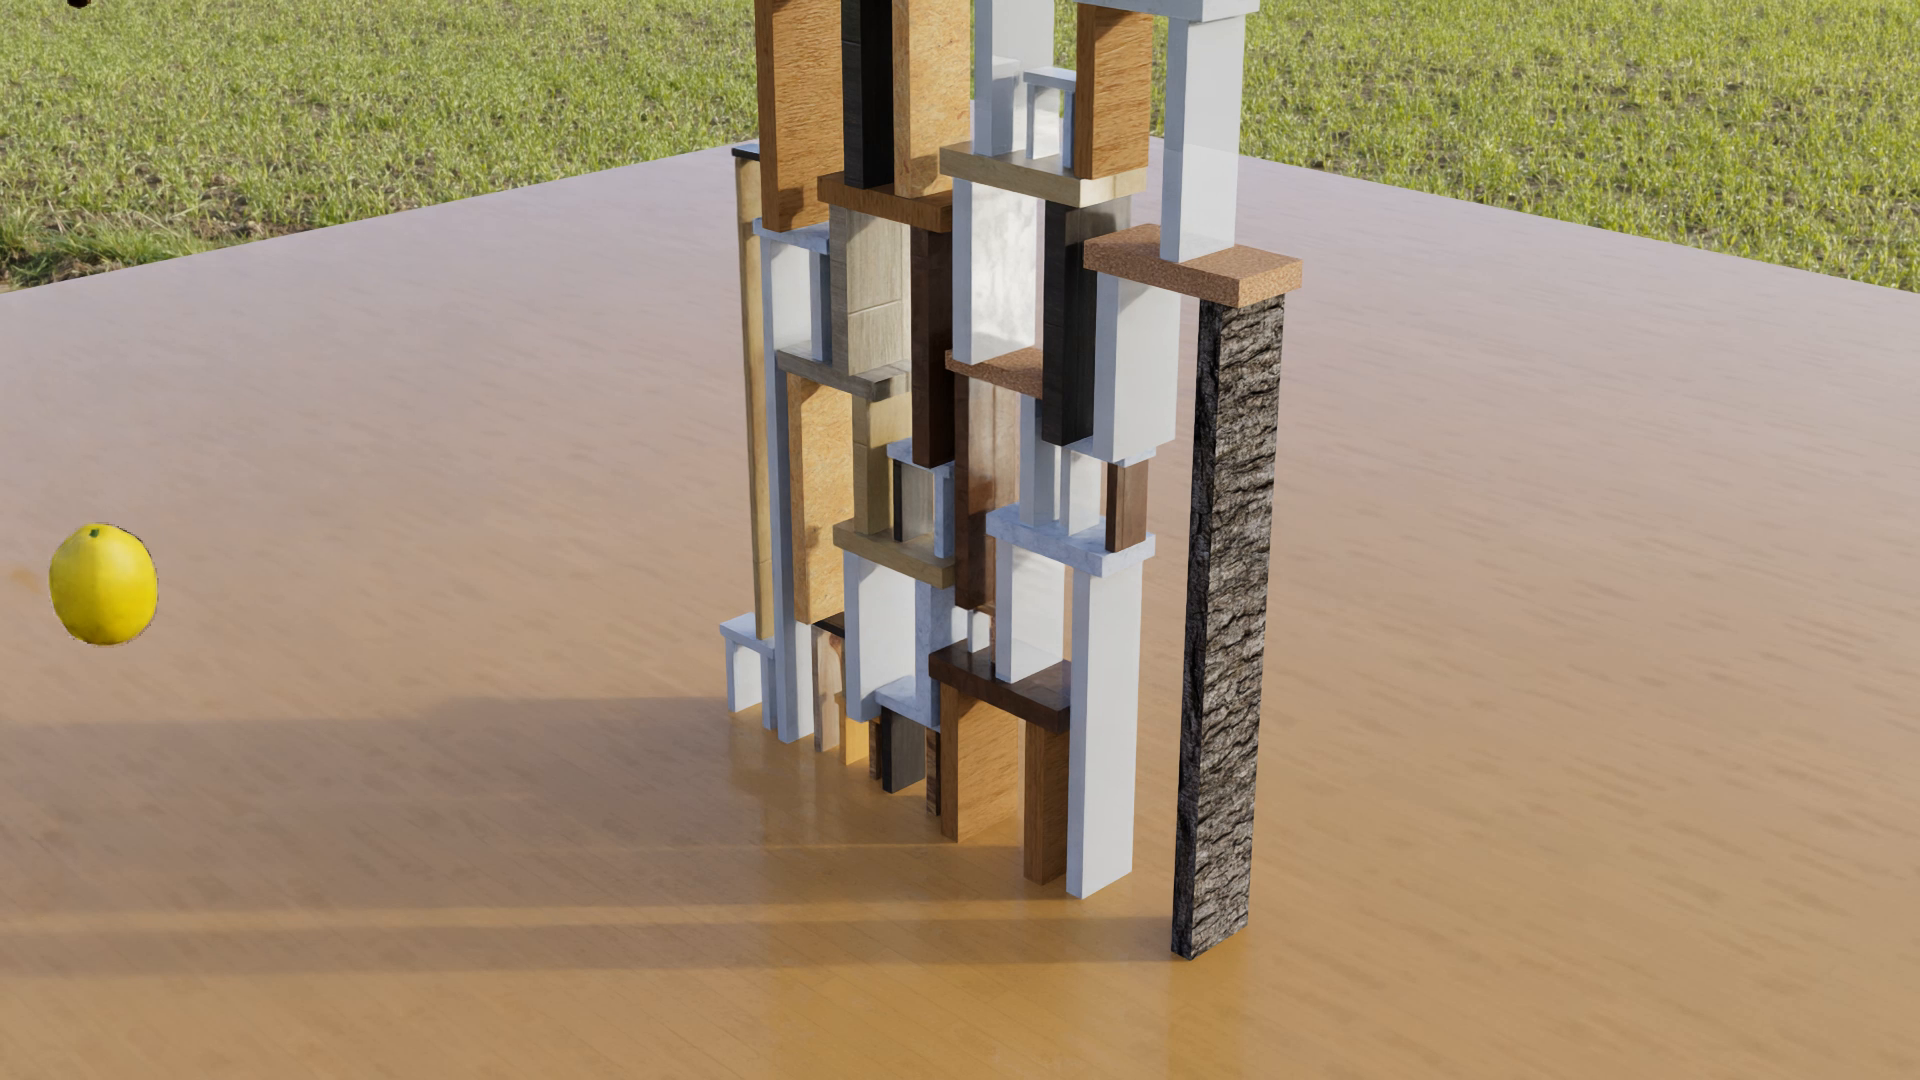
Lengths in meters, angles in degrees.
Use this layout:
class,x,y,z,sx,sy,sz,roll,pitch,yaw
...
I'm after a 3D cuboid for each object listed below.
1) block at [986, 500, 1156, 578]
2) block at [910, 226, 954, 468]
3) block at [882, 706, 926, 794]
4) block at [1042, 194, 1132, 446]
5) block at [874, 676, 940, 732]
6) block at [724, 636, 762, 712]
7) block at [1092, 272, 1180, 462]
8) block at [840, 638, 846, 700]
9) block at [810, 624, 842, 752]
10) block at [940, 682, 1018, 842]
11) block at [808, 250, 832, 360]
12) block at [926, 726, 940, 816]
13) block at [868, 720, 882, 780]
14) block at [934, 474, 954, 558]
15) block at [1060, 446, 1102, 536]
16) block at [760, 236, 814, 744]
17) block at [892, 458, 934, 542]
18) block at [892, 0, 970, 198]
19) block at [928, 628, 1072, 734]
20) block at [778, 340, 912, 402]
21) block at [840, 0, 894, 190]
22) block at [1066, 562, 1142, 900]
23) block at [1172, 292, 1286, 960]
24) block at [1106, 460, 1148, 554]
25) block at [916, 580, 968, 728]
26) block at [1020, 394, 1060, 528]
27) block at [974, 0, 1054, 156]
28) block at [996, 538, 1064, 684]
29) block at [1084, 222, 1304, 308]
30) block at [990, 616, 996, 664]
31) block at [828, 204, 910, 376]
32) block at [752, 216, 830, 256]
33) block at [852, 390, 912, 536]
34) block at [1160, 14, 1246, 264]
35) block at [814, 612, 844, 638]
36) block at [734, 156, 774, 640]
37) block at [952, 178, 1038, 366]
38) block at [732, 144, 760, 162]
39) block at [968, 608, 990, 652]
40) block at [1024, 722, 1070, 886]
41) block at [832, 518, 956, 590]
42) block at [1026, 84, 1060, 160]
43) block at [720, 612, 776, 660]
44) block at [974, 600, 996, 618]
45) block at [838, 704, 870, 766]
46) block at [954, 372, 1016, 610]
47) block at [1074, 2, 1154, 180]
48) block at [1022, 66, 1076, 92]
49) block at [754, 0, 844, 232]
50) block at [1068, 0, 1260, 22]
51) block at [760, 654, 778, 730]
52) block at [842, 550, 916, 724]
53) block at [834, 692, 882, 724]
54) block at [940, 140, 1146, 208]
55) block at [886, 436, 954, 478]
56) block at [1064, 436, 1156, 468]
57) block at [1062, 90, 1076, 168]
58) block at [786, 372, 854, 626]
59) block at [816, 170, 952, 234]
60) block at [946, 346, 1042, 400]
class,x,y,z,sx,sy,sz,roll,pitch,yaw
block,0.200,-0.010,4.009,0.143,0.041,0.286,-21,31,-41
block,-0.016,-0.372,4.087,0.046,0.458,0.164,21,31,40
block,-0.116,0.416,4.531,0.098,0.195,0.028,-21,31,-41
block,0.219,-0.390,3.817,0.167,0.430,0.047,-21,31,-40
block,-0.070,0.331,4.444,0.195,0.028,0.098,21,31,41
block,-0.474,0.284,4.864,0.025,0.177,0.089,21,31,41
block,0.303,-0.312,3.764,0.164,0.329,0.047,-21,31,-41
block,-0.214,0.258,4.570,0.020,0.140,0.070,21,31,40
block,-0.280,0.304,4.662,0.020,0.298,0.070,21,31,41
block,0.039,0.413,4.353,0.048,0.339,0.170,21,31,41
block,-0.241,-0.467,4.285,0.031,0.217,0.108,21,31,40
block,-0.024,0.452,4.446,0.028,0.195,0.098,21,31,41
block,-0.158,0.425,4.582,0.020,0.138,0.069,21,31,41
block,-0.010,-0.057,4.207,0.024,0.169,0.085,21,31,40
block,0.217,-0.098,3.952,0.083,0.166,0.023,-21,31,-41
block,-0.343,-0.094,4.555,0.031,1.115,0.108,21,31,41
block,-0.091,-0.088,4.280,0.024,0.169,0.085,21,31,40
block,-0.050,-0.828,3.930,0.043,0.410,0.151,21,31,40
block,0.119,0.266,4.203,0.339,0.048,0.170,21,31,41
block,-0.211,-0.339,4.312,0.283,0.040,0.142,21,31,40
block,-0.131,-0.836,4.014,0.051,0.359,0.180,21,31,40
block,0.267,0.345,4.086,0.041,0.674,0.143,21,31,41
block,0.458,0.164,3.798,0.047,1.232,0.164,21,31,41
block,0.294,-0.068,3.880,0.083,0.166,0.023,-21,31,-41
block,-0.017,0.201,4.322,0.154,0.308,0.044,-21,31,-41
block,0.164,-0.158,3.984,0.125,0.250,0.035,-21,31,-41
block,0.093,-0.824,3.780,0.151,0.302,0.043,-21,31,-40
block,0.132,0.114,4.135,0.041,0.286,0.143,21,31,41
block,0.381,-0.455,3.619,0.164,0.047,0.328,-21,31,-41
block,0.081,0.185,4.213,0.047,0.094,0.013,-21,31,-41
block,-0.171,-0.493,4.204,0.046,0.328,0.164,21,31,40
block,-0.292,-0.601,4.284,0.217,0.031,0.108,21,31,41
block,-0.144,-0.164,4.314,0.040,0.283,0.142,21,31,40
block,0.388,-0.648,3.521,0.142,0.386,0.040,-21,31,-41
block,-0.247,0.171,4.570,0.140,0.020,0.070,21,31,41
block,-0.417,-0.277,4.549,0.054,1.052,0.015,-22,31,-40
block,0.062,-0.496,3.943,0.047,0.334,0.167,21,31,40
block,-0.391,-0.759,4.317,0.109,0.015,0.054,19,30,38
block,0.036,0.167,4.254,0.047,0.095,0.013,-21,31,-41
block,0.199,0.476,4.205,0.048,0.339,0.170,21,31,41
block,-0.089,0.011,4.320,0.308,0.044,0.154,21,31,40
block,0.142,-0.720,3.759,0.064,0.128,0.018,-21,31,-40
block,-0.432,0.207,4.786,0.089,0.025,0.177,-22,31,-40
block,0.059,0.125,4.215,0.047,0.013,0.094,-21,31,-40
block,-0.223,0.400,4.641,0.020,0.138,0.069,21,31,41
block,0.047,-0.104,4.137,0.035,0.469,0.125,21,31,40
block,0.254,-0.748,3.625,0.142,0.284,0.040,-21,31,-40
block,0.174,-0.776,3.704,0.064,0.018,0.128,-21,31,-40
block,-0.300,-0.844,4.195,0.051,0.485,0.180,21,31,41
block,0.321,-0.871,3.500,0.142,0.040,0.283,-21,31,-41
block,-0.390,0.317,4.787,0.025,0.177,0.089,21,31,41
block,-0.162,0.175,4.468,0.044,0.374,0.154,21,31,40
block,-0.190,0.341,4.581,0.138,0.020,0.069,21,31,40
block,0.141,-0.641,3.797,0.167,0.047,0.334,-21,31,-40
block,-0.051,-0.161,4.206,0.169,0.024,0.085,21,31,40
block,0.256,-0.170,3.879,0.083,0.023,0.166,-21,31,-40
block,0.202,-0.697,3.703,0.064,0.128,0.018,-21,31,-40
block,-0.278,-0.098,4.487,0.040,0.540,0.142,21,31,41
block,-0.093,-0.635,4.059,0.328,0.046,0.164,21,31,40
block,0.106,-0.313,3.984,0.250,0.035,0.125,21,31,41
